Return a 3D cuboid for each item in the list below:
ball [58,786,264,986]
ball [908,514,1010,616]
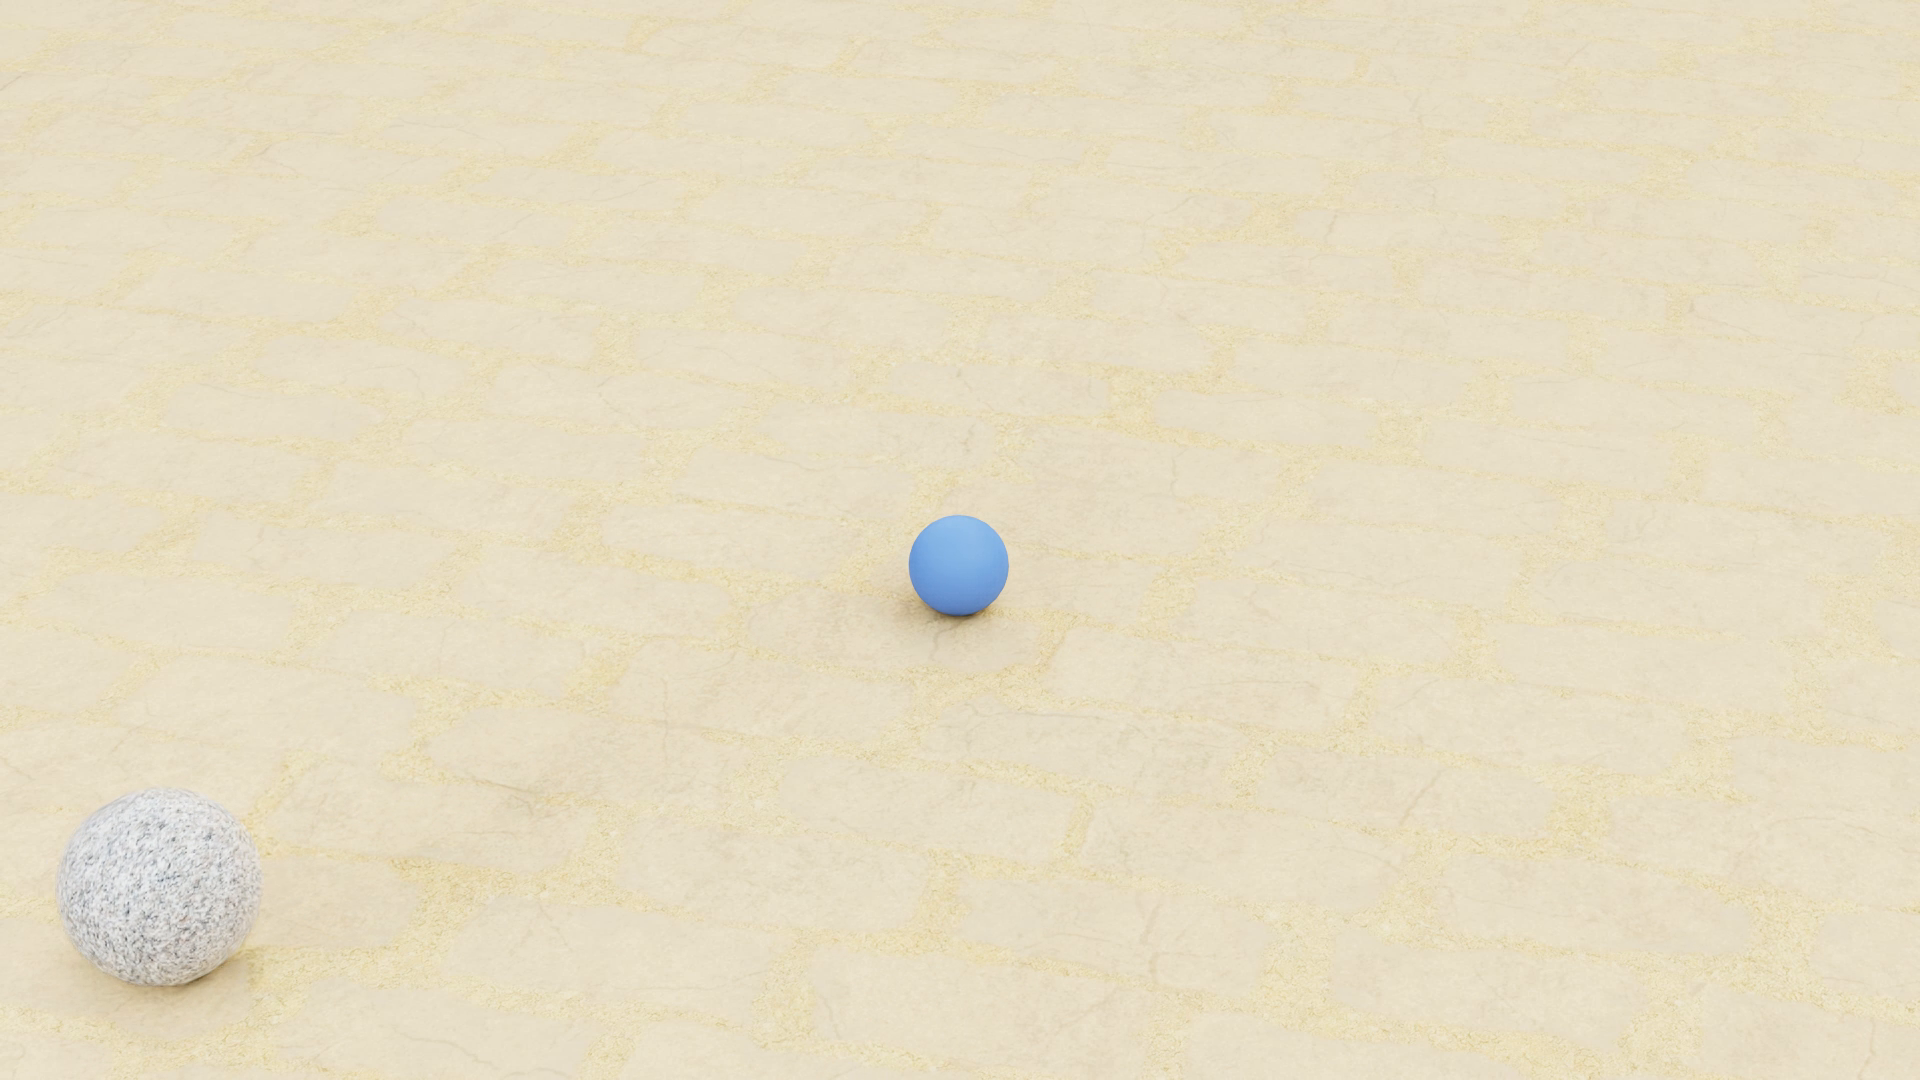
[{"bbox_3d":[-0.354,0.153,1.303,0.088,0.088,0.088,0,31,0],"label":"ball"},{"bbox_3d":[-0.001,0.013,1.568,0.054,0.054,0.054,0,31,0],"label":"ball"}]
